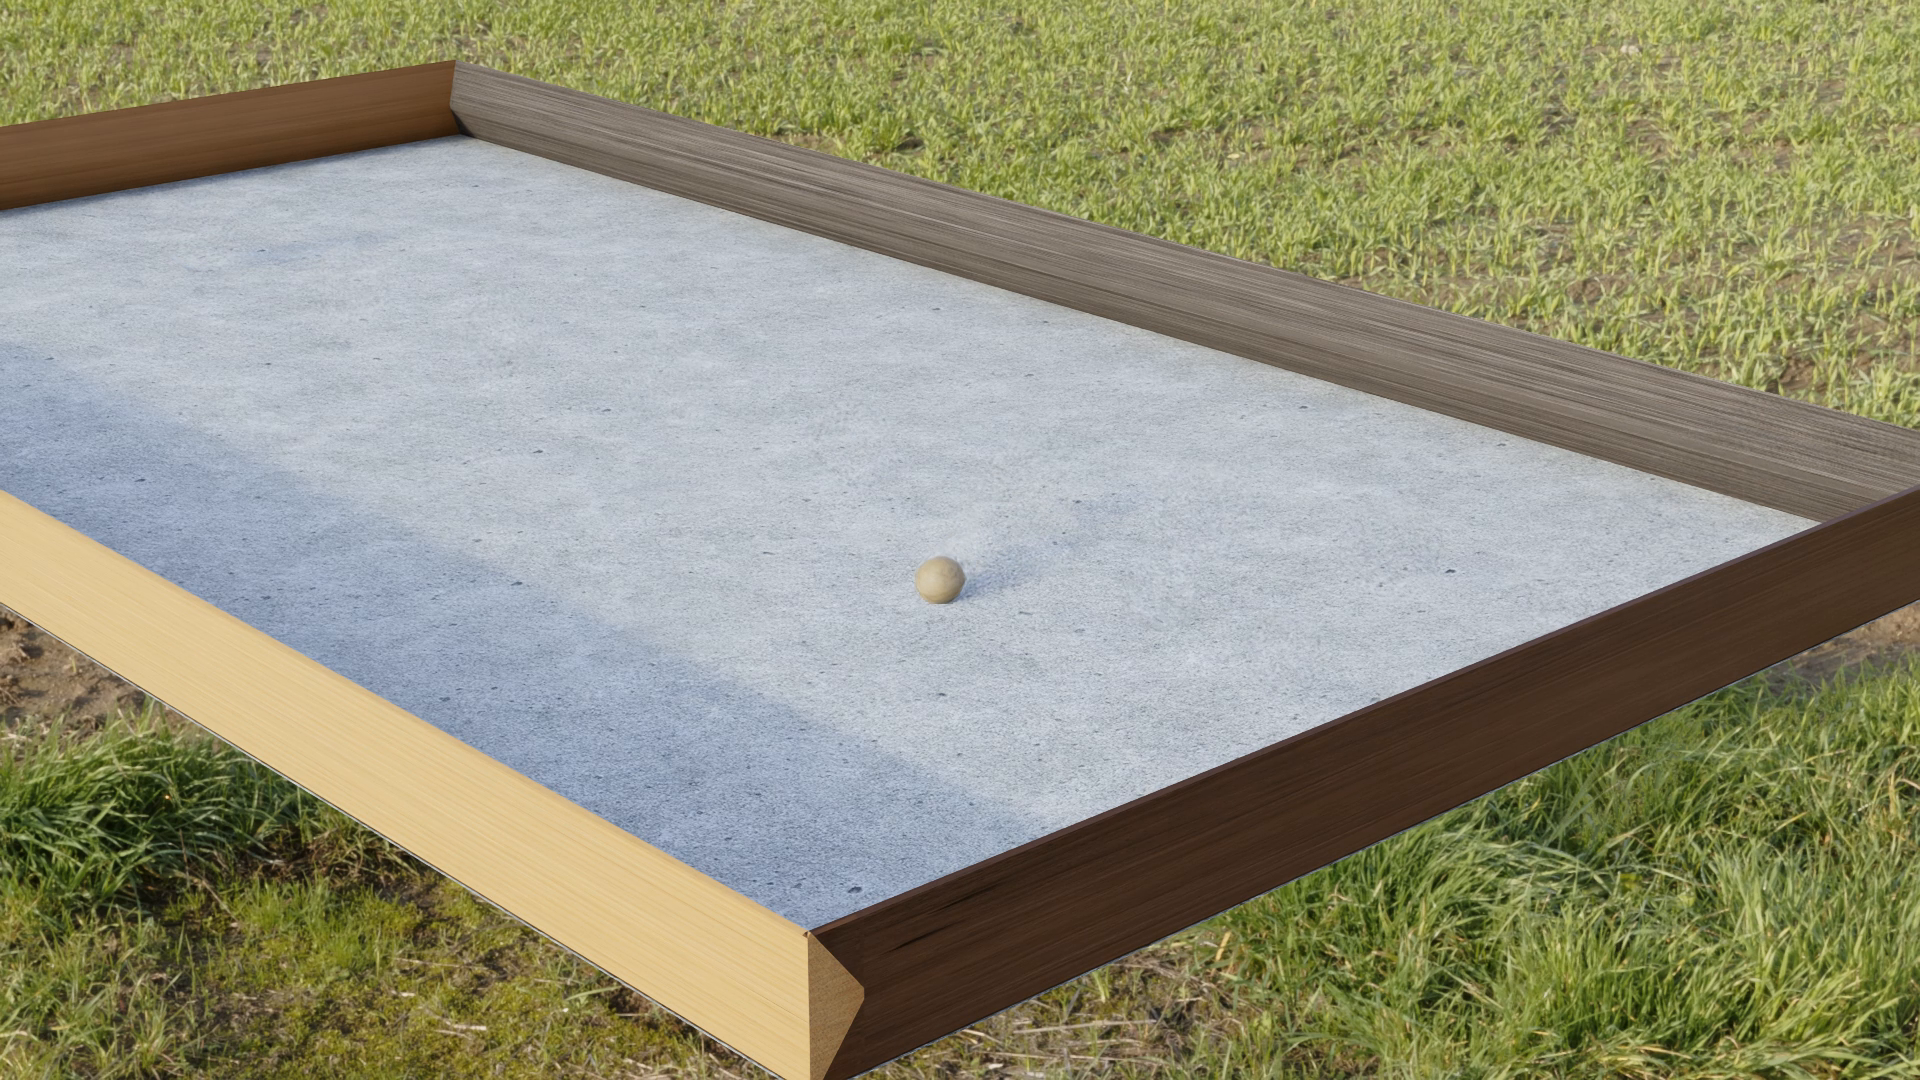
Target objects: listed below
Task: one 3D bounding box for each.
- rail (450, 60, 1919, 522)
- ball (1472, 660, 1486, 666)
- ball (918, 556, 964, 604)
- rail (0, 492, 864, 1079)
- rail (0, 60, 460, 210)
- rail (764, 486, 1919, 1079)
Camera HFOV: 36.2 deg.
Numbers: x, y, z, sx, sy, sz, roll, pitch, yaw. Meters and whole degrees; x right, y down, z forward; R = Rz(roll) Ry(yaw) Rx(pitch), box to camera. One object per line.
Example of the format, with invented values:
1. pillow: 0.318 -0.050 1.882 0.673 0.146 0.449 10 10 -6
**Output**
1. rail: 0.078 -0.358 3.692 0.045 0.117 2.647 -17 26 -39
2. ball: 0.438 0.132 2.420 0.066 0.066 0.066 0 20 0
3. ball: -0.018 0.036 2.715 0.044 0.044 0.044 0 20 0
4. rail: -0.964 -0.038 2.810 0.045 0.117 2.647 -17 26 -39
5. rail: -1.312 -0.527 4.159 1.450 0.117 0.045 -17 26 -39
6. rail: 0.427 0.132 2.343 1.450 0.117 0.045 -17 26 -39
